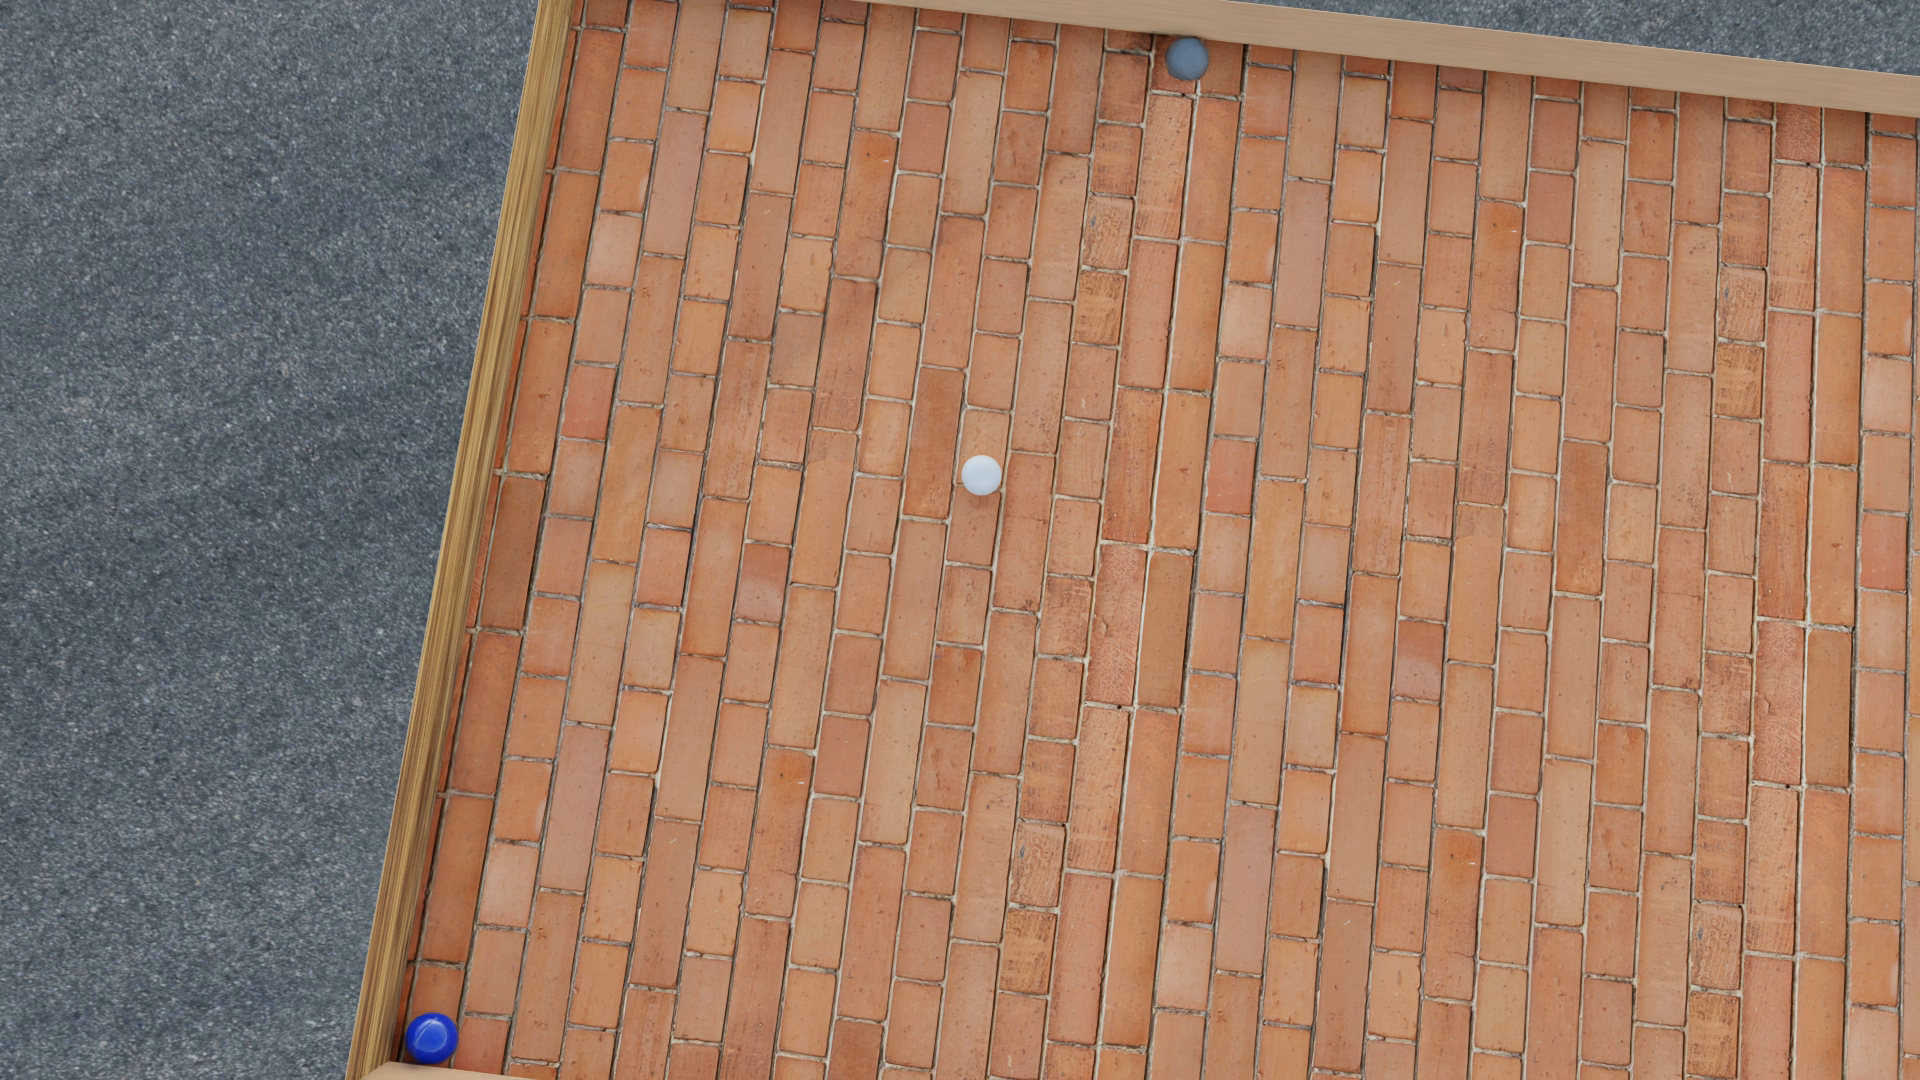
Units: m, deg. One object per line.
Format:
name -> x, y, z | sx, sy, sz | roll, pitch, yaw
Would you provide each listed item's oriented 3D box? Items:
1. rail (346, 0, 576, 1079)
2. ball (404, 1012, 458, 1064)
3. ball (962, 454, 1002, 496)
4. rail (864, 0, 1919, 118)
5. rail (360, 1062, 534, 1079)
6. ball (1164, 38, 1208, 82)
rail -> -0.733, -0.089, 3.333 | 0.045, 0.095, 1.809 | 7, 77, 2
ball -> -0.758, 0.714, 3.153 | 0.073, 0.073, 0.073 | 0, 77, 0
ball -> 0.033, -0.099, 3.353 | 0.062, 0.062, 0.062 | 0, 77, 0
rail -> 0.862, -0.766, 3.494 | 3.050, 0.095, 0.045 | 7, 77, 2
rail -> 0.652, 0.936, 3.088 | 3.050, 0.095, 0.045 | 7, 77, 2
ball -> 0.361, -0.767, 3.509 | 0.068, 0.068, 0.068 | 0, 77, 0
